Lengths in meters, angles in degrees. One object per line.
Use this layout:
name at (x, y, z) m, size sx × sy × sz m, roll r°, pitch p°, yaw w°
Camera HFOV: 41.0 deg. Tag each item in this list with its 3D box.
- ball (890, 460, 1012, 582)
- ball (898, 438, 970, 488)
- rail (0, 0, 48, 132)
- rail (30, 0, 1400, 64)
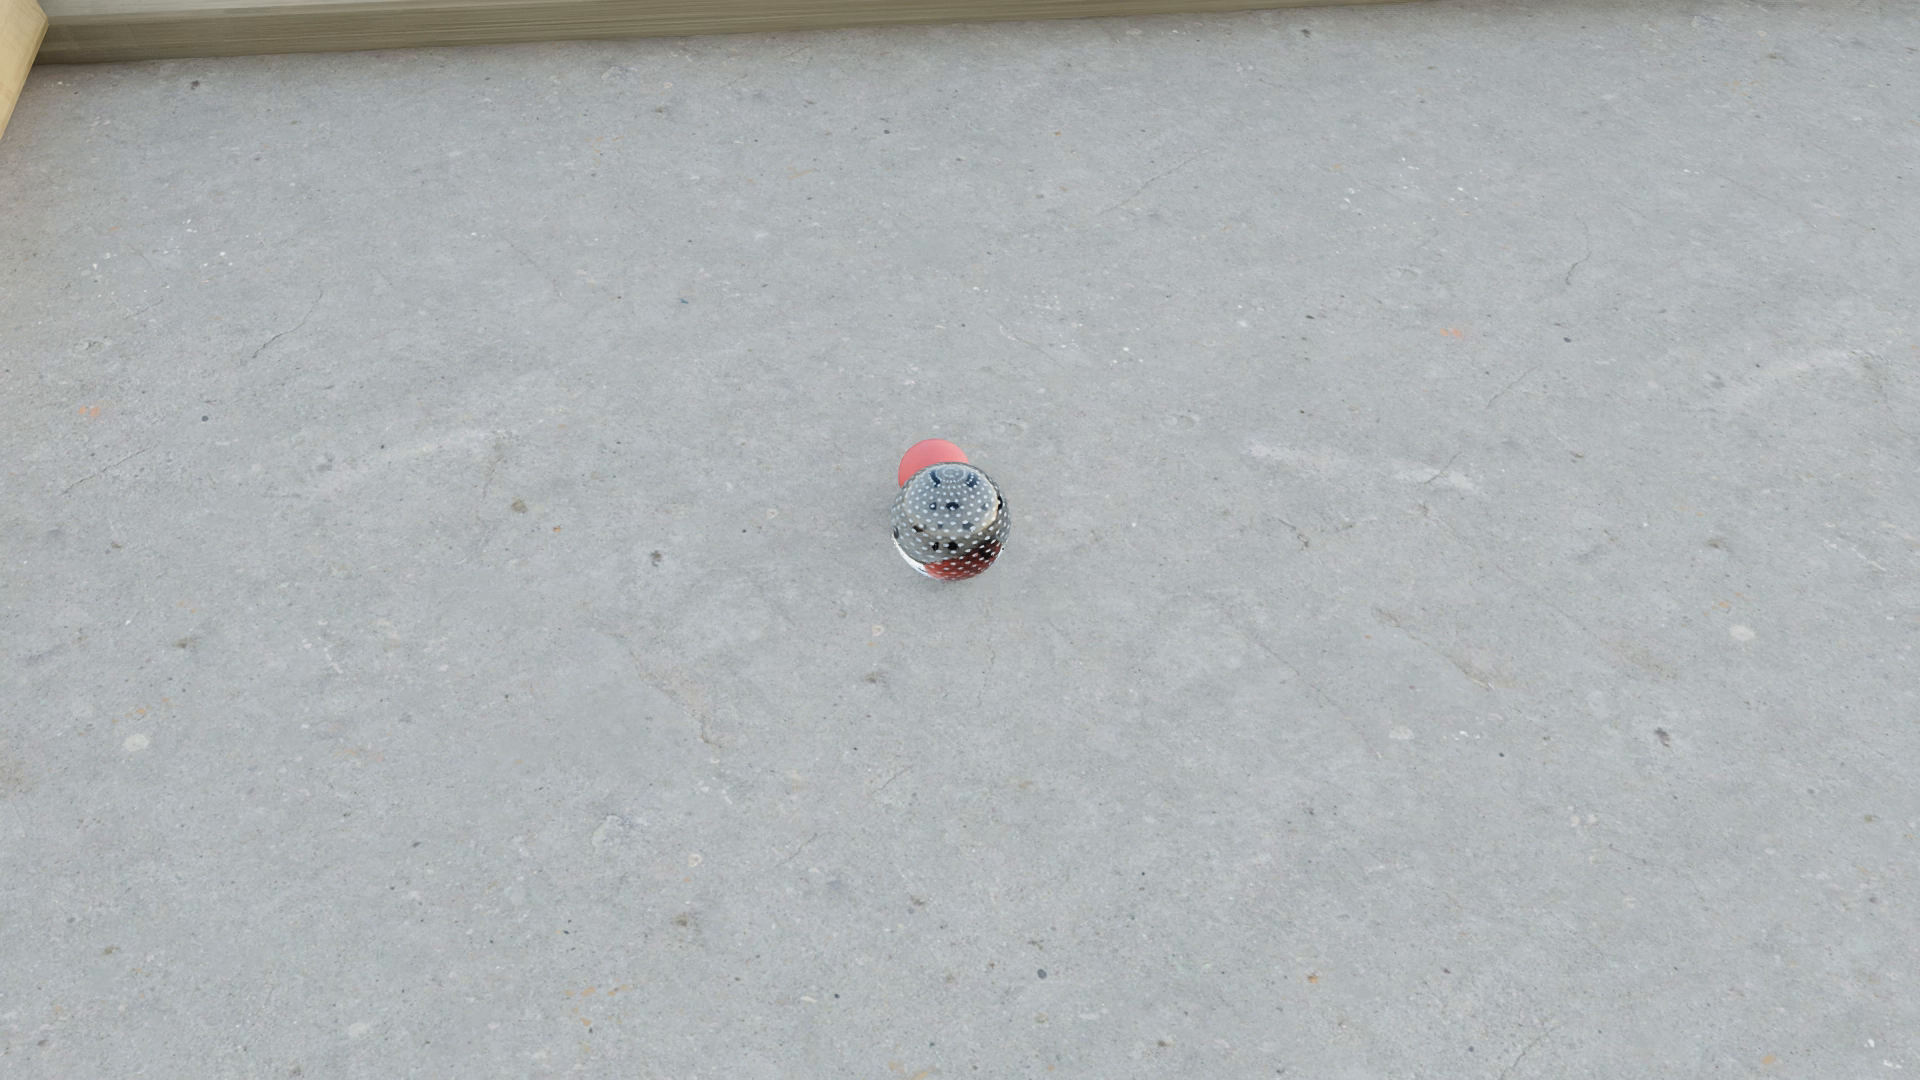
ball at (-0.006, -0.012, 1.664) m, size 0.078 × 0.078 × 0.078 m, roll 0°, pitch 36°, yaw 0°
ball at (-0.017, -0.044, 1.732) m, size 0.050 × 0.050 × 0.050 m, roll 0°, pitch 36°, yaw 0°
rail at (-0.729, 0.023, 1.579) m, size 0.045 × 0.120 × 1.712 m, roll -4°, pitch 36°, yaw -5°
rail at (0.663, -0.557, 2.378) m, size 3.027 × 0.120 × 0.045 m, roll -4°, pitch 36°, yaw -5°
